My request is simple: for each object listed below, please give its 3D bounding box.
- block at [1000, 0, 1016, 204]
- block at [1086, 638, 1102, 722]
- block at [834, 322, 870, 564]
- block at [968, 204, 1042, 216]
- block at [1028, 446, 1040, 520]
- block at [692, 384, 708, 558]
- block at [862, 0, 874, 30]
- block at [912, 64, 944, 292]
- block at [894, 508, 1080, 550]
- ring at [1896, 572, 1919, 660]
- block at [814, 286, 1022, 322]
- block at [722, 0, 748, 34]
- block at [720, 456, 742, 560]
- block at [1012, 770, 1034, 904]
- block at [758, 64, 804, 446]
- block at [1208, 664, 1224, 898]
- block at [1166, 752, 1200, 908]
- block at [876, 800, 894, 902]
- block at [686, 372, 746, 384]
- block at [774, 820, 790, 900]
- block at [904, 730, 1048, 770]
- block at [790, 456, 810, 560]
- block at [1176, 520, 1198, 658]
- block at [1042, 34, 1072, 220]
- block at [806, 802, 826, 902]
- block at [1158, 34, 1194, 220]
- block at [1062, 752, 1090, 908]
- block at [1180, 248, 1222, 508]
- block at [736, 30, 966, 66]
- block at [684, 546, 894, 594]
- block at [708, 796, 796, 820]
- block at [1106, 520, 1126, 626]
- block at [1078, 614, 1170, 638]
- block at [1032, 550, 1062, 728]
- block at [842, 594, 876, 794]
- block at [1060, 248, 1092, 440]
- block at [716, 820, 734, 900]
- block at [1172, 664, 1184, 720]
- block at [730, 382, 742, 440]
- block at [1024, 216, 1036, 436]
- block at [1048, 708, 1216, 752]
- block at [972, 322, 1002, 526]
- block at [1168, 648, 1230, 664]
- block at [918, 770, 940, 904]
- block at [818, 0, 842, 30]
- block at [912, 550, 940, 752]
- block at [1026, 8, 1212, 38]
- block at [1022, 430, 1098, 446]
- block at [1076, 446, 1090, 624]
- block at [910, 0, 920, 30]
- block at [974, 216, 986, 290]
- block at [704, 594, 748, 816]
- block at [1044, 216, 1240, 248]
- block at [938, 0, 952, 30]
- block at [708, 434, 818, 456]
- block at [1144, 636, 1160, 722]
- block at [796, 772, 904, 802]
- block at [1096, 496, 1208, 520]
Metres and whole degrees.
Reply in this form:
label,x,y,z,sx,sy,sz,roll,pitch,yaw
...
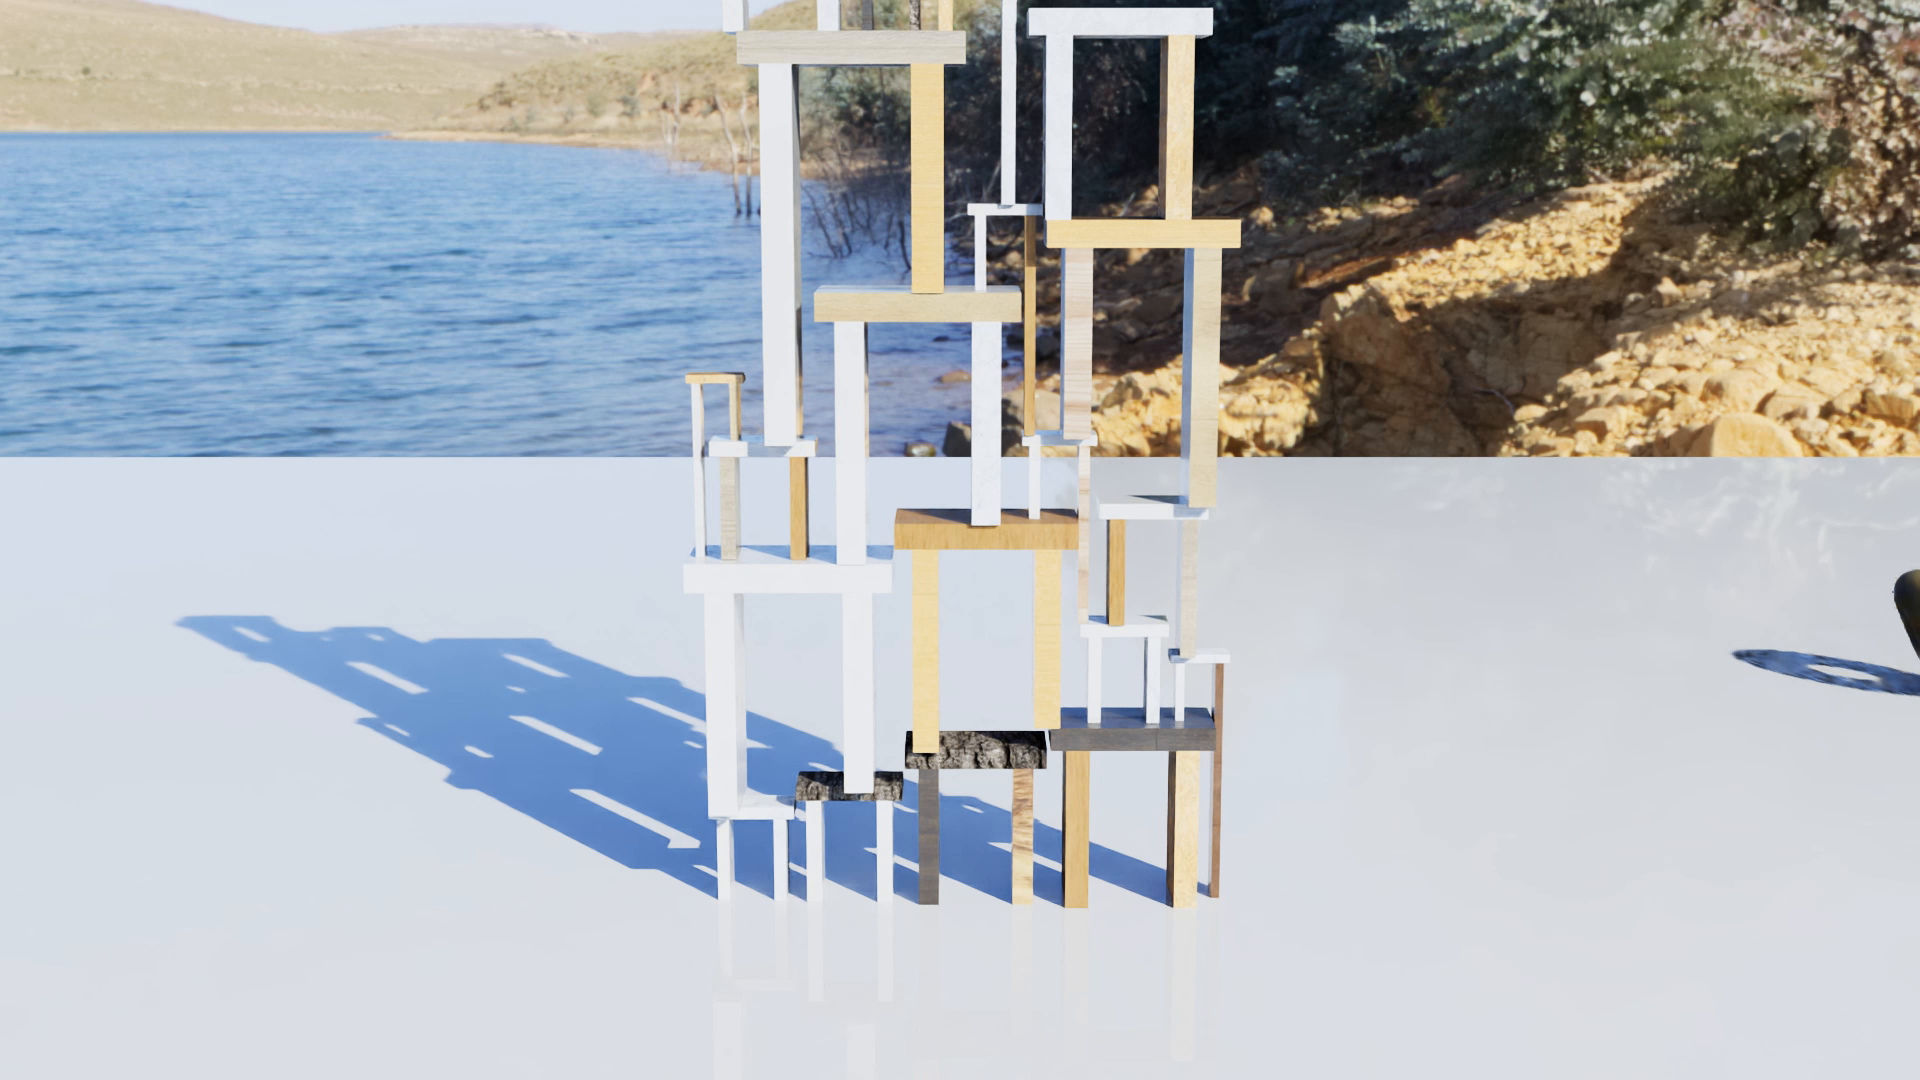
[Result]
label,x,y,z,sx,sy,sz,roll,pitch,yaw
block,0.075,-0.729,3.419,0.021,0.409,0.073,0,11,0
block,0.218,0.221,3.601,0.020,0.143,0.072,0,11,0
block,-0.172,-0.164,3.527,0.045,0.384,0.160,0,11,0
block,0.071,-0.521,3.461,0.117,0.017,0.059,0,11,0
block,0.119,-0.097,3.546,0.017,0.119,0.059,0,11,0
block,-0.419,-0.115,3.538,0.013,0.282,0.045,0,11,0
block,-0.143,-0.841,3.403,0.016,0.110,0.055,-1,11,0
block,-0.050,-0.568,3.453,0.049,0.346,0.173,0,11,0
block,0.042,-0.018,3.559,0.293,0.042,0.147,0,11,0
ring,2.209,0.209,4.978,0.100,0.300,0.300,-23,4,17
block,-0.065,-0.375,3.487,0.320,0.045,0.160,0,11,0
block,-0.349,-0.894,3.393,0.031,0.219,0.109,-1,11,0
block,-0.370,-0.057,3.546,0.024,0.167,0.084,0,11,0
block,0.103,0.476,3.651,0.033,0.231,0.116,0,11,0
block,-0.281,-0.451,3.474,0.049,0.585,0.173,0,11,0
block,0.423,0.393,3.635,0.014,0.400,0.048,0,11,0
block,0.369,0.460,3.641,0.038,0.266,0.133,0,11,0
block,-0.124,0.504,3.655,0.025,0.174,0.087,0,11,0
block,-0.390,-0.260,3.511,0.091,0.013,0.045,0,11,-1
block,-0.297,0.521,3.659,0.020,0.140,0.070,0,11,0
block,0.026,0.346,3.628,0.231,0.033,0.116,0,11,0
block,-0.259,-0.058,3.546,0.024,0.167,0.084,0,11,1
block,0.368,0.071,3.574,0.025,0.227,0.087,0,11,0
block,0.152,-0.644,3.441,0.040,0.279,0.139,0,11,0
block,-0.239,0.504,3.655,0.025,0.174,0.087,0,11,0
block,0.338,-0.644,3.441,0.040,0.279,0.139,0,11,0
block,0.191,0.460,3.641,0.038,0.266,0.133,0,11,0
block,0.384,-0.266,3.513,0.042,0.408,0.149,0,11,0
block,-0.165,-0.762,3.416,0.347,0.049,0.173,0,11,0
block,-0.274,0.047,3.572,0.330,0.047,0.165,0,11,0
block,-0.343,0.443,3.644,0.140,0.020,0.070,0,11,0
block,0.252,0.044,3.570,0.025,0.174,0.087,0,11,0
block,0.266,0.140,3.586,0.143,0.020,0.072,0,11,0
block,0.140,0.146,3.589,0.042,0.293,0.147,0,11,0
block,-0.164,0.232,3.607,0.047,0.330,0.165,0,11,0
block,0.185,-0.319,3.504,0.042,0.299,0.149,0,11,0
block,-0.390,0.521,3.659,0.020,0.140,0.070,0,11,0
block,0.359,0.243,3.607,0.014,0.096,0.048,0,10,0
block,-0.360,-0.209,3.520,0.013,0.091,0.045,0,12,-1
block,0.111,-0.342,3.494,0.017,0.347,0.059,0,11,0
block,0.280,0.310,3.614,0.266,0.038,0.133,0,11,0
block,0.041,-0.195,3.521,0.045,0.320,0.160,0,11,0
block,0.390,0.189,3.597,0.096,0.014,0.048,0,11,0
block,-0.051,0.475,3.651,0.033,0.231,0.116,0,10,0
block,-0.203,-0.895,3.395,0.031,0.219,0.109,0,11,0
block,-0.055,0.166,3.593,0.042,0.333,0.147,0,11,0
block,0.245,-0.801,3.412,0.279,0.040,0.140,0,11,0
block,0.159,-0.164,3.533,0.119,0.017,0.059,0,11,0
block,0.199,-0.013,3.562,0.017,0.290,0.059,0,11,0
block,-0.070,-0.841,3.404,0.016,0.110,0.055,0,11,0
block,0.032,-0.455,3.473,0.017,0.117,0.058,0,11,0
block,-0.384,0.251,3.610,0.047,0.369,0.165,0,11,0
block,0.284,-0.487,3.472,0.299,0.042,0.149,0,11,0
block,-0.022,-0.858,3.395,0.021,0.147,0.073,0,11,0
block,-0.315,-0.151,3.527,0.167,0.024,0.084,0,11,-1
block,0.314,0.221,3.601,0.020,0.143,0.072,0,11,0
block,-0.182,0.407,3.637,0.174,0.025,0.087,0,11,0
block,0.310,-0.053,3.551,0.174,0.025,0.087,0,11,0
